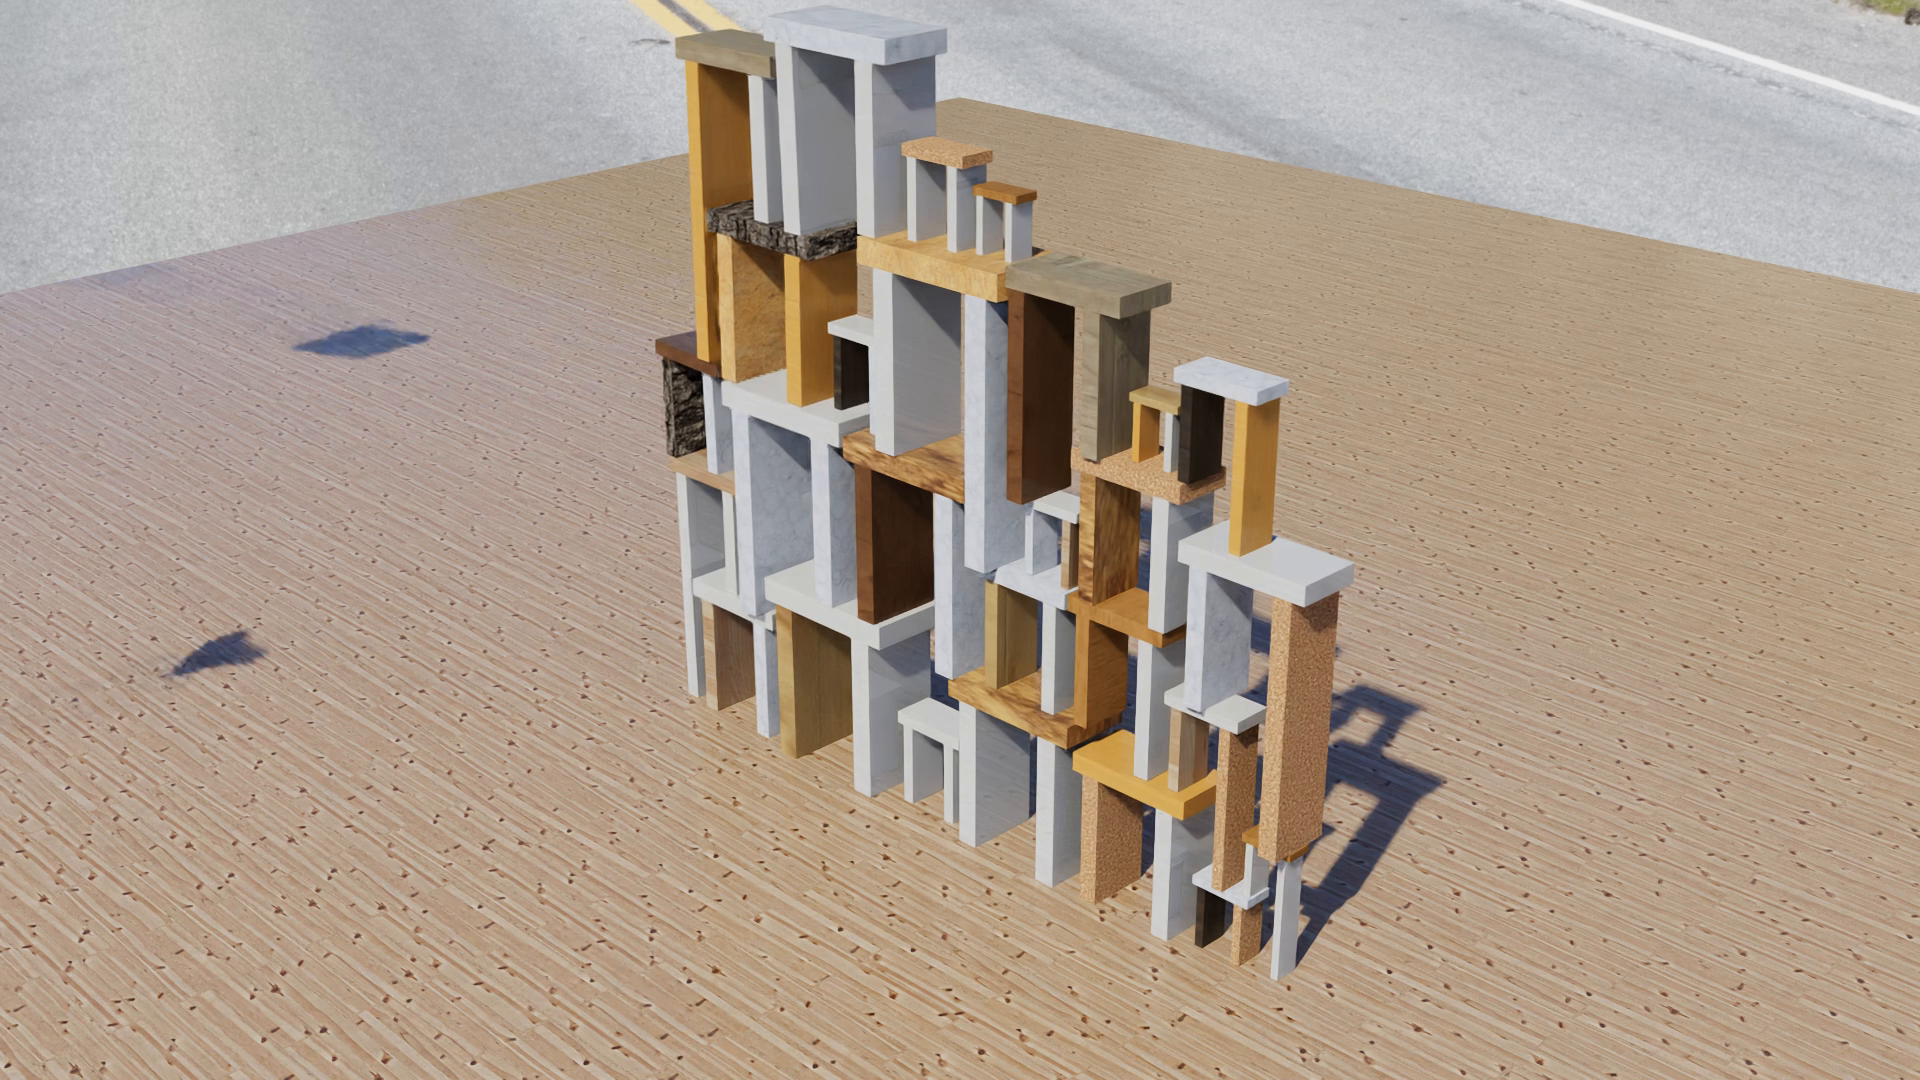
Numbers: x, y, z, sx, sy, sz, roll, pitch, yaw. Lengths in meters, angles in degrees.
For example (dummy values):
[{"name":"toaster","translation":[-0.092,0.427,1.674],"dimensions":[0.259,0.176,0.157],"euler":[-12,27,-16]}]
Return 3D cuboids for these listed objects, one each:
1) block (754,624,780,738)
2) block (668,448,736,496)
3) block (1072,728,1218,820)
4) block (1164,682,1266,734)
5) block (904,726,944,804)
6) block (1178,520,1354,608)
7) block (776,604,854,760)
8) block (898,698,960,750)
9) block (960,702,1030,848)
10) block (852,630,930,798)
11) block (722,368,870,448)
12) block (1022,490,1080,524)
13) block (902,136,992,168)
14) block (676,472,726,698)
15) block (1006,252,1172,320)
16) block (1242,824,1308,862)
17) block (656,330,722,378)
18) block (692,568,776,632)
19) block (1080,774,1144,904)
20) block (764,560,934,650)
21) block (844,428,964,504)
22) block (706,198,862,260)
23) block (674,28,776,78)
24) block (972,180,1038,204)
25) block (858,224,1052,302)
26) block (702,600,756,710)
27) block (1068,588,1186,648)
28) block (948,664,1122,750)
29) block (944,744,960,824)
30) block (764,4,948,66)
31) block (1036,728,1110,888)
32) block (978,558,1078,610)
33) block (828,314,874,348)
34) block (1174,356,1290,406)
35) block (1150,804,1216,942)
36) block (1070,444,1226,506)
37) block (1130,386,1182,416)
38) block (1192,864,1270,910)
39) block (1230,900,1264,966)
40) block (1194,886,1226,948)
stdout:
[{"name":"block","translation":[-0.379,0.284,4.753],"dimensions":[0.132,0.265,0.037],"euler":[-21,31,-40]},{"name":"block","translation":[-0.504,-0.153,4.705],"dimensions":[0.117,0.033,0.234],"euler":[-22,31,-40]},{"name":"block","translation":[0.349,0.427,4.029],"dimensions":[0.265,0.037,0.132],"euler":[21,31,41]},{"name":"block","translation":[0.448,0.290,3.855],"dimensions":[0.082,0.023,0.164],"euler":[-21,31,-40]},{"name":"block","translation":[-0.074,0.444,4.492],"dimensions":[0.025,0.174,0.087],"euler":[21,31,41]},{"name":"block","translation":[0.512,0.037,3.691],"dimensions":[0.133,0.038,0.266],"euler":[-21,31,-40]},{"name":"block","translation":[-0.303,0.275,4.669],"dimensions":[0.049,0.347,0.174],"euler":[21,31,41]},{"name":"block","translation":[-0.033,0.369,4.416],"dimensions":[0.174,0.025,0.087],"euler":[21,31,41]},{"name":"block","translation":[0.069,0.437,4.335],"dimensions":[0.044,0.310,0.155],"euler":[21,31,41]},{"name":"block","translation":[-0.139,0.339,4.518],"dimensions":[0.049,0.347,0.174],"euler":[21,31,41]},{"name":"block","translation":[-0.298,-0.274,4.424],"dimensions":[0.353,0.050,0.176],"euler":[21,31,40]},{"name":"block","translation":[0.183,-0.064,3.995],"dimensions":[0.133,0.019,0.067],"euler":[21,31,40]},{"name":"block","translation":[-0.024,-0.696,3.949],"dimensions":[0.155,0.022,0.077],"euler":[21,31,40]},{"name":"block","translation":[-0.557,0.087,4.869],"dimensions":[0.117,0.536,0.033],"euler":[-22,31,-40]},{"name":"block","translation":[0.220,-0.441,3.791],"dimensions":[0.133,0.038,0.266],"euler":[-21,31,-40]},{"name":"block","translation":[0.552,0.531,3.856],"dimensions":[0.053,0.015,0.105],"euler":[-21,31,-41]},{"name":"block","translation":[-0.534,-0.392,4.626],"dimensions":[0.108,0.030,0.215],"euler":[-18,29,-39]},{"name":"block","translation":[-0.442,0.120,4.752],"dimensions":[0.265,0.037,0.132],"euler":[21,31,41]},{"name":"block","translation":[0.287,0.542,4.145],"dimensions":[0.037,0.265,0.132],"euler":[21,31,41]},{"name":"block","translation":[-0.221,0.124,4.516],"dimensions":[0.347,0.049,0.174],"euler":[21,31,41]},{"name":"block","translation":[-0.051,-0.156,4.208],"dimensions":[0.165,0.047,0.330],"euler":[-21,31,-41]},{"name":"block","translation":[-0.342,-0.615,4.327],"dimensions":[0.303,0.043,0.152],"euler":[21,31,39]},{"name":"block","translation":[-0.408,-0.946,4.267],"dimensions":[0.283,0.040,0.141],"euler":[21,31,40]},{"name":"block","translation":[0.079,-0.614,3.886],"dimensions":[0.054,0.015,0.107],"euler":[-21,31,-41]},{"name":"block","translation":[0.001,-0.511,4.003],"dimensions":[0.358,0.051,0.179],"euler":[21,31,41]},{"name":"block","translation":[-0.502,0.234,4.870],"dimensions":[0.037,0.265,0.132],"euler":[21,31,41]},{"name":"block","translation":[0.313,0.129,3.943],"dimensions":[0.222,0.031,0.111],"euler":[21,31,41]},{"name":"block","translation":[0.142,0.302,4.199],"dimensions":[0.310,0.044,0.155],"euler":[21,31,41]},{"name":"block","translation":[0.008,0.476,4.417],"dimensions":[0.025,0.174,0.087],"euler":[21,31,41]},{"name":"block","translation":[-0.194,-0.929,4.037],"dimensions":[0.320,0.045,0.160],"euler":[21,32,39]},{"name":"block","translation":[0.215,0.494,4.201],"dimensions":[0.044,0.310,0.155],"euler":[21,31,41]},{"name":"block","translation":[0.150,0.068,4.089],"dimensions":[0.111,0.031,0.221],"euler":[-21,31,-41]},{"name":"block","translation":[-0.176,-0.402,4.245],"dimensions":[0.151,0.021,0.076],"euler":[21,31,40]},{"name":"block","translation":[0.447,-0.263,3.625],"dimensions":[0.086,0.024,0.173],"euler":[-21,31,-41]},{"name":"block","translation":[0.412,0.591,4.030],"dimensions":[0.037,0.265,0.132],"euler":[21,31,41]},{"name":"block","translation":[0.326,-0.126,3.823],"dimensions":[0.124,0.035,0.248],"euler":[-21,31,-40]},{"name":"block","translation":[0.347,-0.239,3.749],"dimensions":[0.107,0.015,0.054],"euler":[21,31,41]},{"name":"block","translation":[0.486,0.622,3.953],"dimensions":[0.063,0.018,0.125],"euler":[-21,31,-41]},{"name":"block","translation":[0.516,0.699,3.954],"dimensions":[0.018,0.125,0.063],"euler":[21,31,41]},{"name":"block","translation":[0.457,0.676,4.008],"dimensions":[0.018,0.125,0.063],"euler":[21,31,41]}]
